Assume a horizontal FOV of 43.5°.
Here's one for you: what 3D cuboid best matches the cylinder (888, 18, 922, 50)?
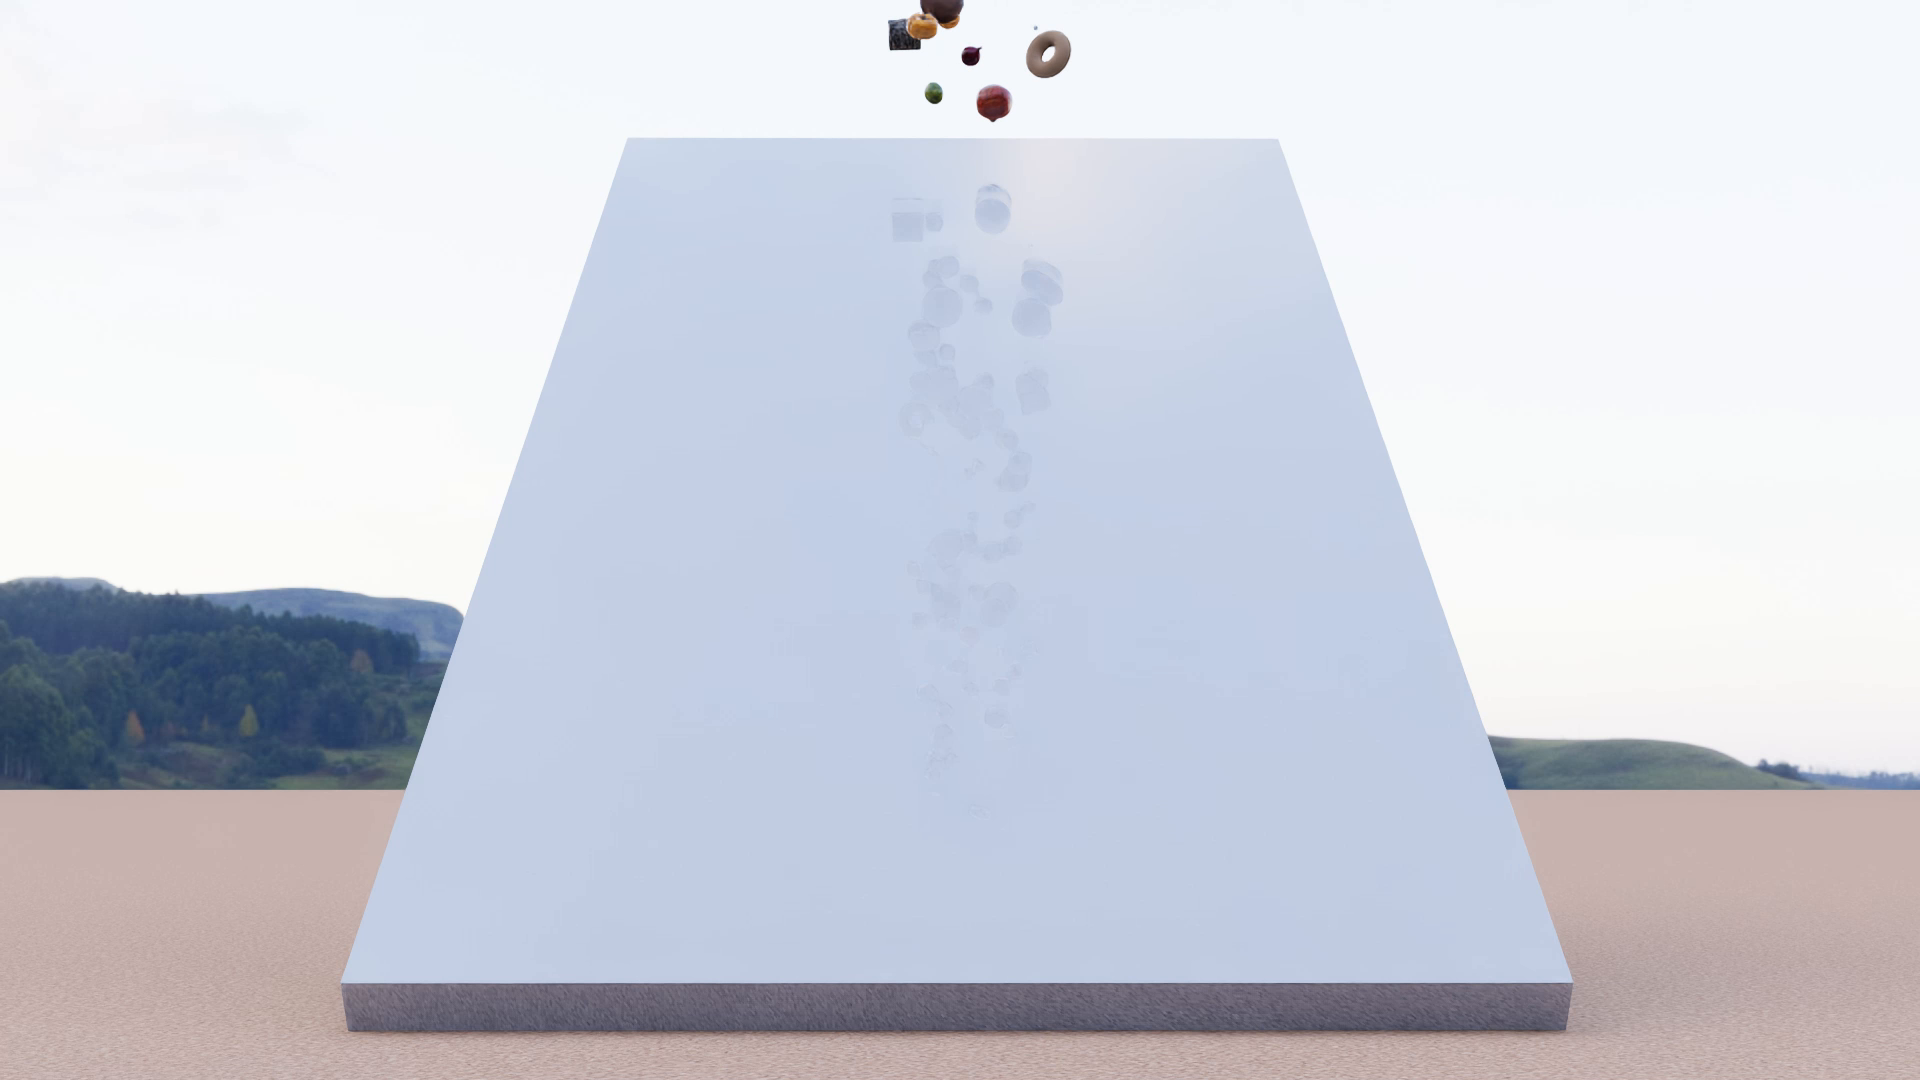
[{"bbox_3d":[-0.169,-1.543,7.341,0.094,0.094,0.094,-3,-6,-4],"label":"cylinder"}]

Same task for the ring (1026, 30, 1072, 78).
[{"bbox_3d":[0.257,-1.414,6.999,0.149,0.149,0.050,-4,-17,34],"label":"ring"}]

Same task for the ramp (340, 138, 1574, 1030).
[{"bbox_3d":[-0.012,-0.215,5.669,2.000,0.100,4.000,0,29,0],"label":"ramp"}]
